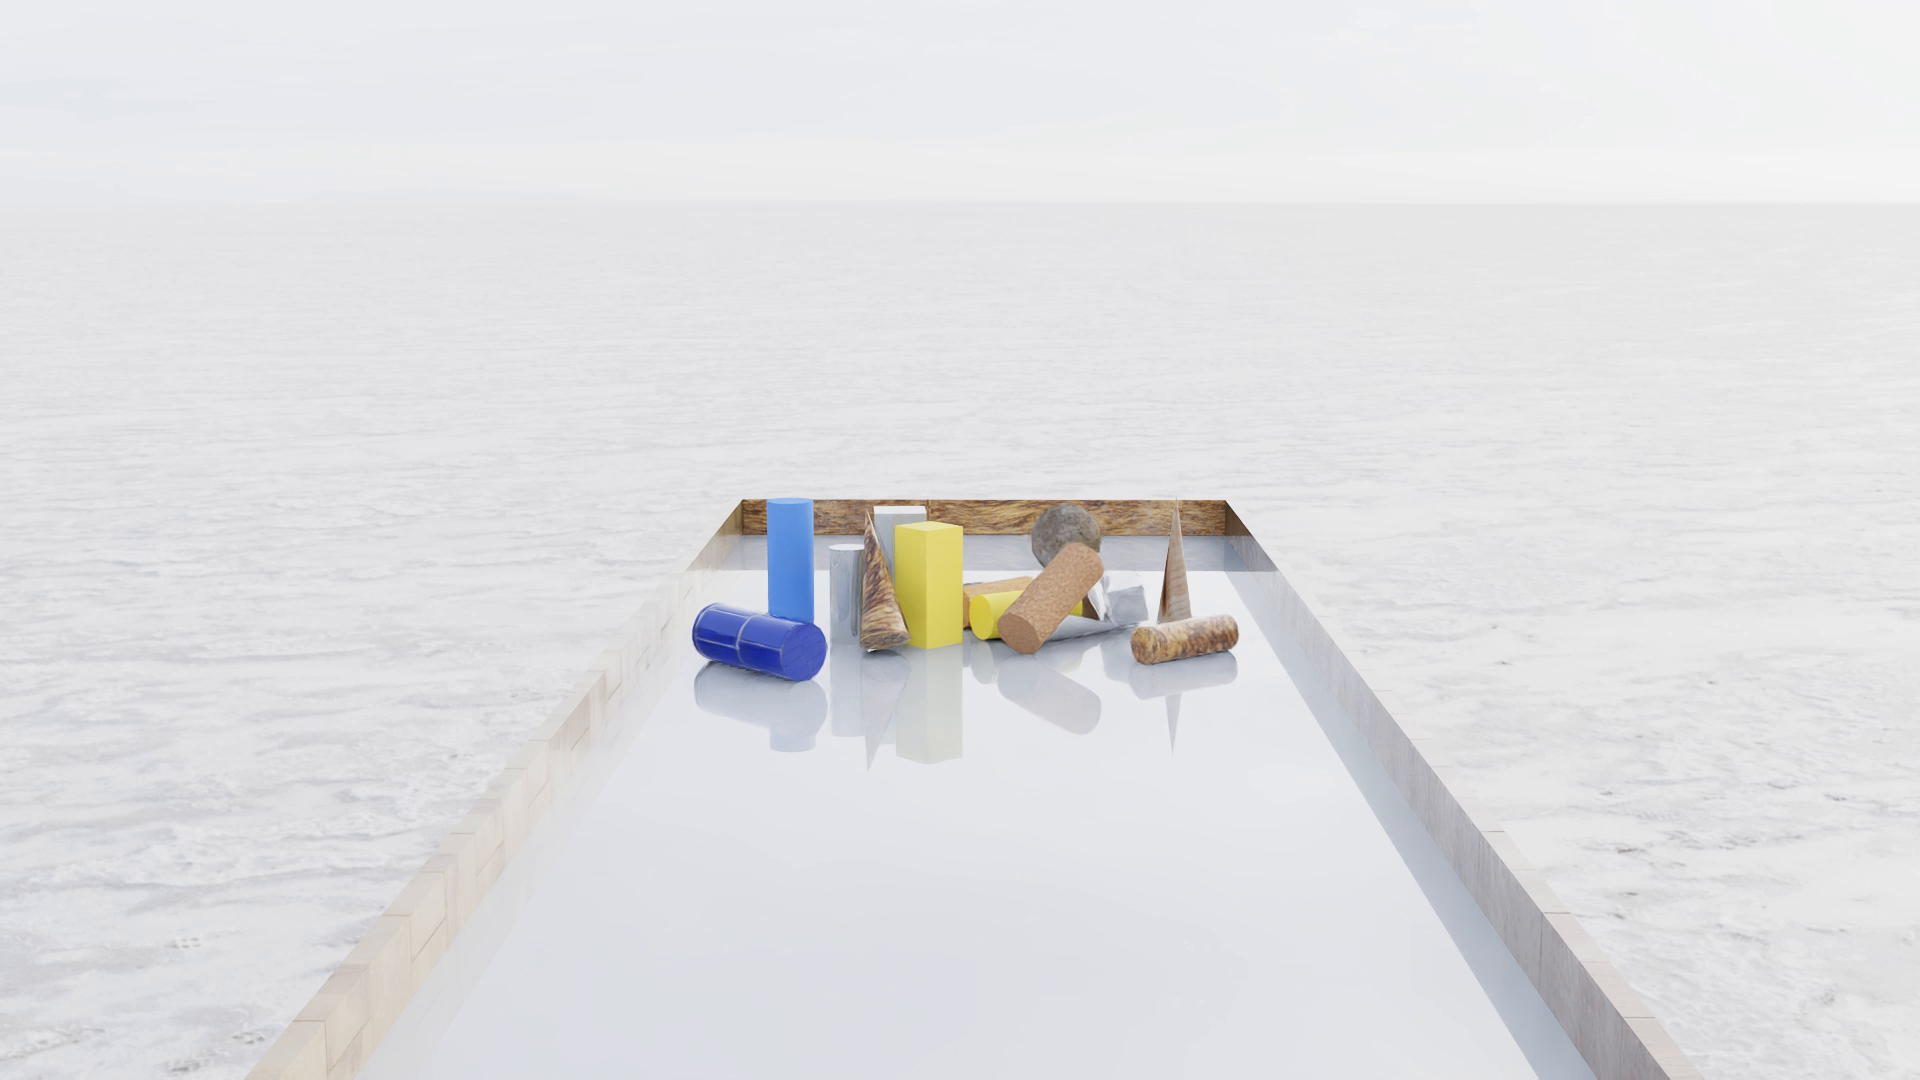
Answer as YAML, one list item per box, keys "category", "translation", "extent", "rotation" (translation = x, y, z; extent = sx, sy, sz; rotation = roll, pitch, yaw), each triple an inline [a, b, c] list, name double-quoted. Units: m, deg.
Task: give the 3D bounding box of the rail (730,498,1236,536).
- category: "rail"
  translation: [0.099, -0.098, 9.147]
  extent: [2.100, 0.150, 0.050]
  rotation: [0, 9, 1]

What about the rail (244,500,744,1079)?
- category: "rail"
  translation: [-1.004, 0.839, 3.234]
  extent: [0.050, 0.150, 12.000]
  rotation: [0, 9, 1]

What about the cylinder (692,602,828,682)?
- category: "cylinder"
  translation: [-0.600, 0.301, 6.556]
  extent: [0.173, 0.173, 0.430]
  rotation: [-8, 12, -42]

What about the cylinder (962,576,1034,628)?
- category: "cylinder"
  translation: [0.112, 0.205, 7.289]
  extent: [0.331, 0.133, 0.133]
  rotation: [-9, 12, -44]

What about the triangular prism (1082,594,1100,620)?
- category: "triangular prism"
  translation: [0.403, 0.194, 7.432]
  extent: [0.121, 0.104, 0.317]
  rotation: [0, 9, -2]

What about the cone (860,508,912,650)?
- category: "cone"
  translation: [-0.263, 0.103, 6.855]
  extent: [0.162, 0.449, 0.162]
  rotation: [-8, -18, -3]

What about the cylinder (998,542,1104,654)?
- category: "cylinder"
  translation: [0.285, 0.179, 6.877]
  extent: [0.153, 0.153, 0.394]
  rotation: [7, 38, 37]

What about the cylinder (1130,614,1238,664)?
- category: "cylinder"
  translation: [0.691, 0.301, 6.748]
  extent: [0.353, 0.113, 0.113]
  rotation: [-7, 11, -38]

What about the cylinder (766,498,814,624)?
- category: "cylinder"
  translation: [-0.555, 0.075, 7.215]
  extent: [0.152, 0.413, 0.152]
  rotation: [0, 9, 0]

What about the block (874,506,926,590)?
- category: "block"
  translation: [-0.197, 0.090, 7.216]
  extent: [0.168, 0.383, 0.168]
  rotation: [-1, 9, -3]

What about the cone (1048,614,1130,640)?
- category: "cone"
  translation: [0.411, 0.278, 7.090]
  extent: [0.384, 0.103, 0.103]
  rotation: [3, 6, -38]

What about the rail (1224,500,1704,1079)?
- category: "rail"
  translation: [1.046, 0.843, 3.208]
  extent: [0.050, 0.150, 12.000]
  rotation: [0, 9, 1]

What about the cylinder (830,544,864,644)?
- category: "cylinder"
  translation: [-0.353, 0.171, 6.970]
  extent: [0.121, 0.301, 0.121]
  rotation: [0, 9, 0]

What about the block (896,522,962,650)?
- category: "block"
  translation: [-0.098, 0.140, 6.938]
  extent: [0.151, 0.372, 0.151]
  rotation: [-8, 12, -41]

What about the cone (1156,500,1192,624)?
- category: "cone"
  translation: [0.703, 0.069, 7.174]
  extent: [0.122, 0.437, 0.122]
  rotation: [0, 9, 0]

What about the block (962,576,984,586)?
- category: "block"
  translation: [-0.084, 0.178, 7.485]
  extent: [0.125, 0.125, 0.407]
  rotation: [-6, 11, -33]

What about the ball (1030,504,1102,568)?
- category: "ball"
  translation: [0.394, 0.001, 8.169]
  extent: [0.262, 0.262, 0.262]
  rotation: [0, 9, 0]

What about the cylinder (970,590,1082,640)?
- category: "cylinder"
  translation: [0.213, 0.232, 7.083]
  extent: [0.344, 0.143, 0.143]
  rotation: [-6, 11, -31]

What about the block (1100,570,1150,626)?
- category: "block"
  translation: [0.541, 0.191, 7.278]
  extent: [0.115, 0.115, 0.452]
  rotation: [-11, 5, 1]
